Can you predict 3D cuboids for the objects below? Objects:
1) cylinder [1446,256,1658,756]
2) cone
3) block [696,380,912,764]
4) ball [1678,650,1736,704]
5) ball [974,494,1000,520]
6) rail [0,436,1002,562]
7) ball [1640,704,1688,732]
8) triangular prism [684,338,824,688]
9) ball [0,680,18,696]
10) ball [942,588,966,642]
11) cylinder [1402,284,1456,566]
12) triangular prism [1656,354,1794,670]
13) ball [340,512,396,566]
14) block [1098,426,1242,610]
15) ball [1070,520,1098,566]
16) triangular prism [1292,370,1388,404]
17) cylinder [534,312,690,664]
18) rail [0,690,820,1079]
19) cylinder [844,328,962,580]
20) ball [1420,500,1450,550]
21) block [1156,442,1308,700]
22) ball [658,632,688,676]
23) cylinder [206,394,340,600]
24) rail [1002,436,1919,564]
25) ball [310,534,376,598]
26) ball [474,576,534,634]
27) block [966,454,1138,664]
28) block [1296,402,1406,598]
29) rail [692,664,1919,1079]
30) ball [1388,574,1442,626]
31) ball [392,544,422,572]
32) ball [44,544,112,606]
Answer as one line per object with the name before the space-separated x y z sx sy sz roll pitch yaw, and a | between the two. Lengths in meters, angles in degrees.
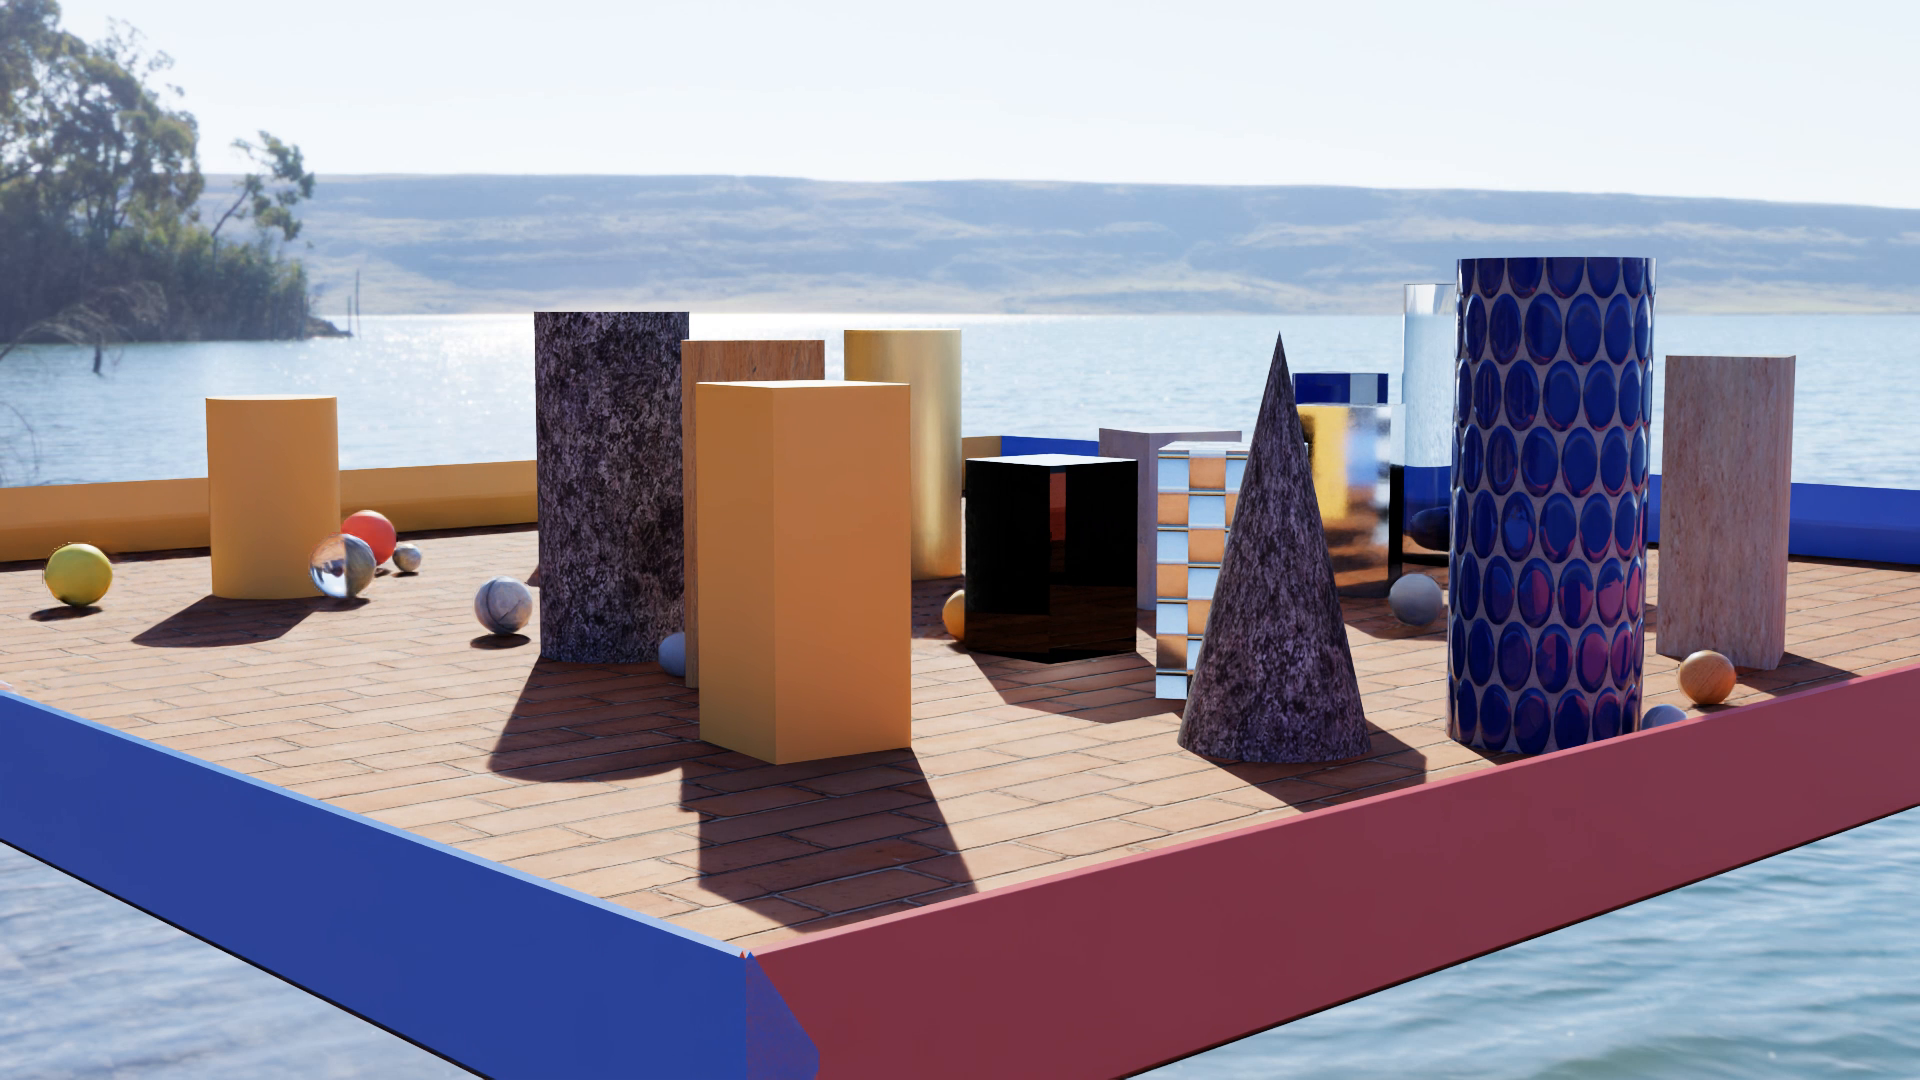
cylinder | 0.611 -0.041 2.282 0.199 0.497 0.199 0 6 0
cone | 0.324 -0.002 2.251 0.199 0.426 0.199 0 6 0
block | -0.161 0.025 2.255 0.159 0.371 0.159 -4 7 -34
ball | 0.848 0.156 2.495 0.062 0.062 0.062 0 6 0
ball | 0.059 -0.070 4.692 0.055 0.055 0.055 0 6 0
rail | -1.061 -0.085 4.475 3.217 0.129 0.045 -5 8 -42
ball | 0.715 0.190 2.228 0.048 0.048 0.048 0 6 0
triangular prism | -0.269 -0.040 2.689 0.172 0.410 0.149 -2 6 -21
ball | -1.029 0.175 2.335 0.056 0.056 0.056 0 6 0
ball | 0.012 0.101 2.971 0.072 0.072 0.072 0 6 0
cylinder | 0.884 -0.207 3.908 0.199 0.491 0.199 0 6 0
triangular prism | 1.020 -0.043 2.829 0.149 0.388 0.172 -4 7 -35
ball | -1.028 0.000 3.813 0.099 0.099 0.099 0 6 0
block | 0.320 -0.037 3.368 0.159 0.265 0.159 -3 7 -24
ball | 0.234 0.005 3.860 0.079 0.079 0.079 0 6 0
triangular prism | 0.700 -0.148 4.107 0.172 0.332 0.149 0 6 4
cylinder | -0.449 -0.074 2.862 0.199 0.444 0.199 0 6 0
rail | -1.165 0.145 2.263 0.045 0.129 3.176 -5 8 -42
cylinder | -0.096 -0.149 3.722 0.199 0.414 0.199 0 6 0
ball | 0.904 -0.027 4.093 0.094 0.094 0.094 0 6 0
block | 0.321 0.033 2.584 0.159 0.287 0.159 1 6 12
ball | -0.342 0.140 2.685 0.055 0.055 0.055 0 6 0
cylinder | -1.087 -0.072 3.488 0.199 0.309 0.199 0 6 0
rail | 1.165 -0.078 4.401 0.045 0.129 3.176 -5 8 -42
ball | -0.960 0.040 3.421 0.100 0.100 0.100 0 6 0
ball | -0.629 0.090 3.032 0.081 0.081 0.081 0 6 0
block | 0.119 0.020 2.877 0.159 0.252 0.159 -5 8 -41
block | 0.615 -0.067 3.501 0.159 0.296 0.159 2 6 19
rail | 1.061 0.153 2.188 3.217 0.129 0.045 -5 8 -42
ball | 0.647 0.084 3.119 0.075 0.075 0.075 0 6 0
ball | -0.945 0.031 3.760 0.048 0.048 0.048 0 6 0
ball | -1.331 0.053 3.322 0.095 0.095 0.095 0 6 0
